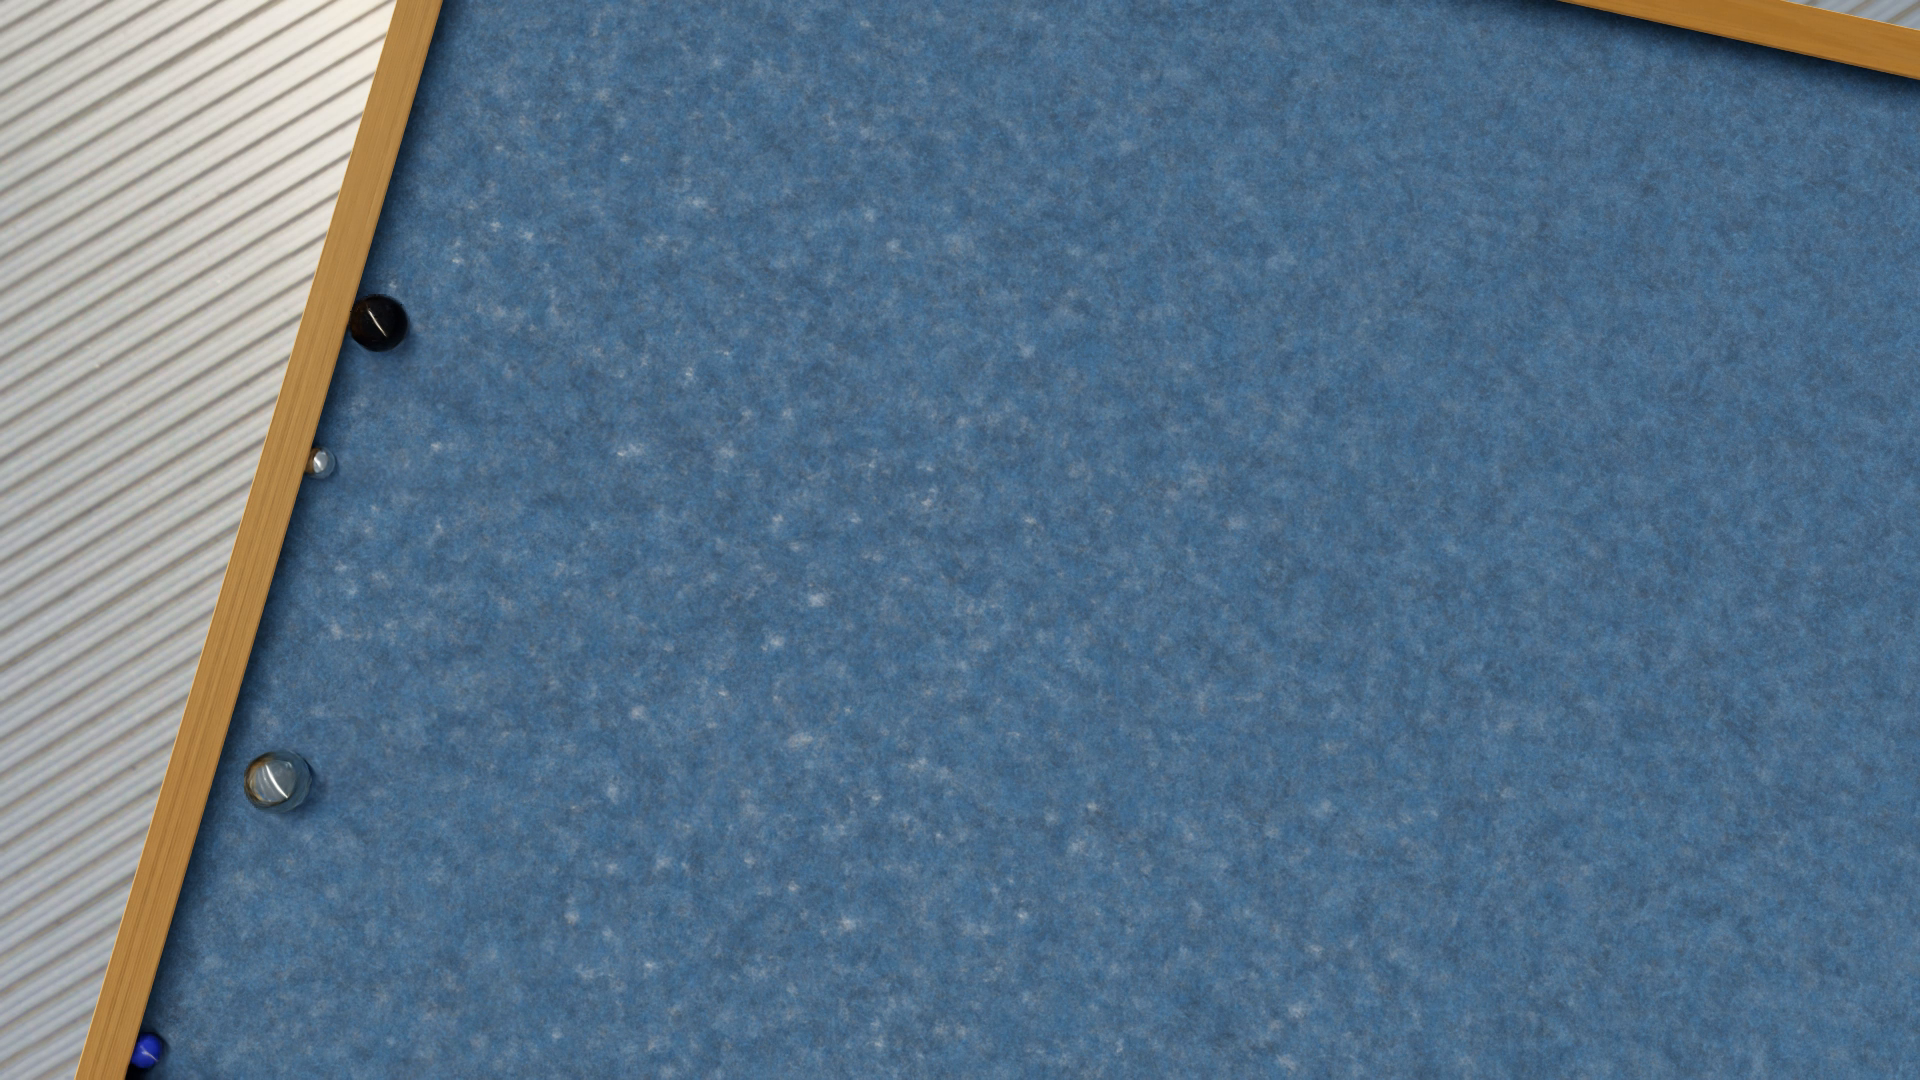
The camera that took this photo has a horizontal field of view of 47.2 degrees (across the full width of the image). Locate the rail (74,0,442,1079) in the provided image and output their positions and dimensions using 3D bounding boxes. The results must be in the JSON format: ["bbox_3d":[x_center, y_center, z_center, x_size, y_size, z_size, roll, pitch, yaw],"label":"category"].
[{"bbox_3d":[-0.970,-0.231,3.296,0.045,0.129,2.162,13,80,2],"label":"rail"}]

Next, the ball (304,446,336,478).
[{"bbox_3d":[-0.968,-0.117,3.317,0.049,0.049,0.049,0,80,0],"label":"ball"}]

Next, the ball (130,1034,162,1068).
[{"bbox_3d":[-1.173,0.736,3.164,0.048,0.048,0.048,0,80,0],"label":"ball"}]

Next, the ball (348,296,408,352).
[{"bbox_3d":[-0.882,-0.328,3.336,0.087,0.087,0.087,0,80,0],"label":"ball"}]

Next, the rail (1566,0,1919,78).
[{"bbox_3d":[1.236,-0.788,3.396,4.080,0.129,0.045,13,80,2],"label":"rail"}]

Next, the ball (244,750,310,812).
[{"bbox_3d":[-0.996,0.352,3.211,0.092,0.092,0.092,0,80,0],"label":"ball"}]
